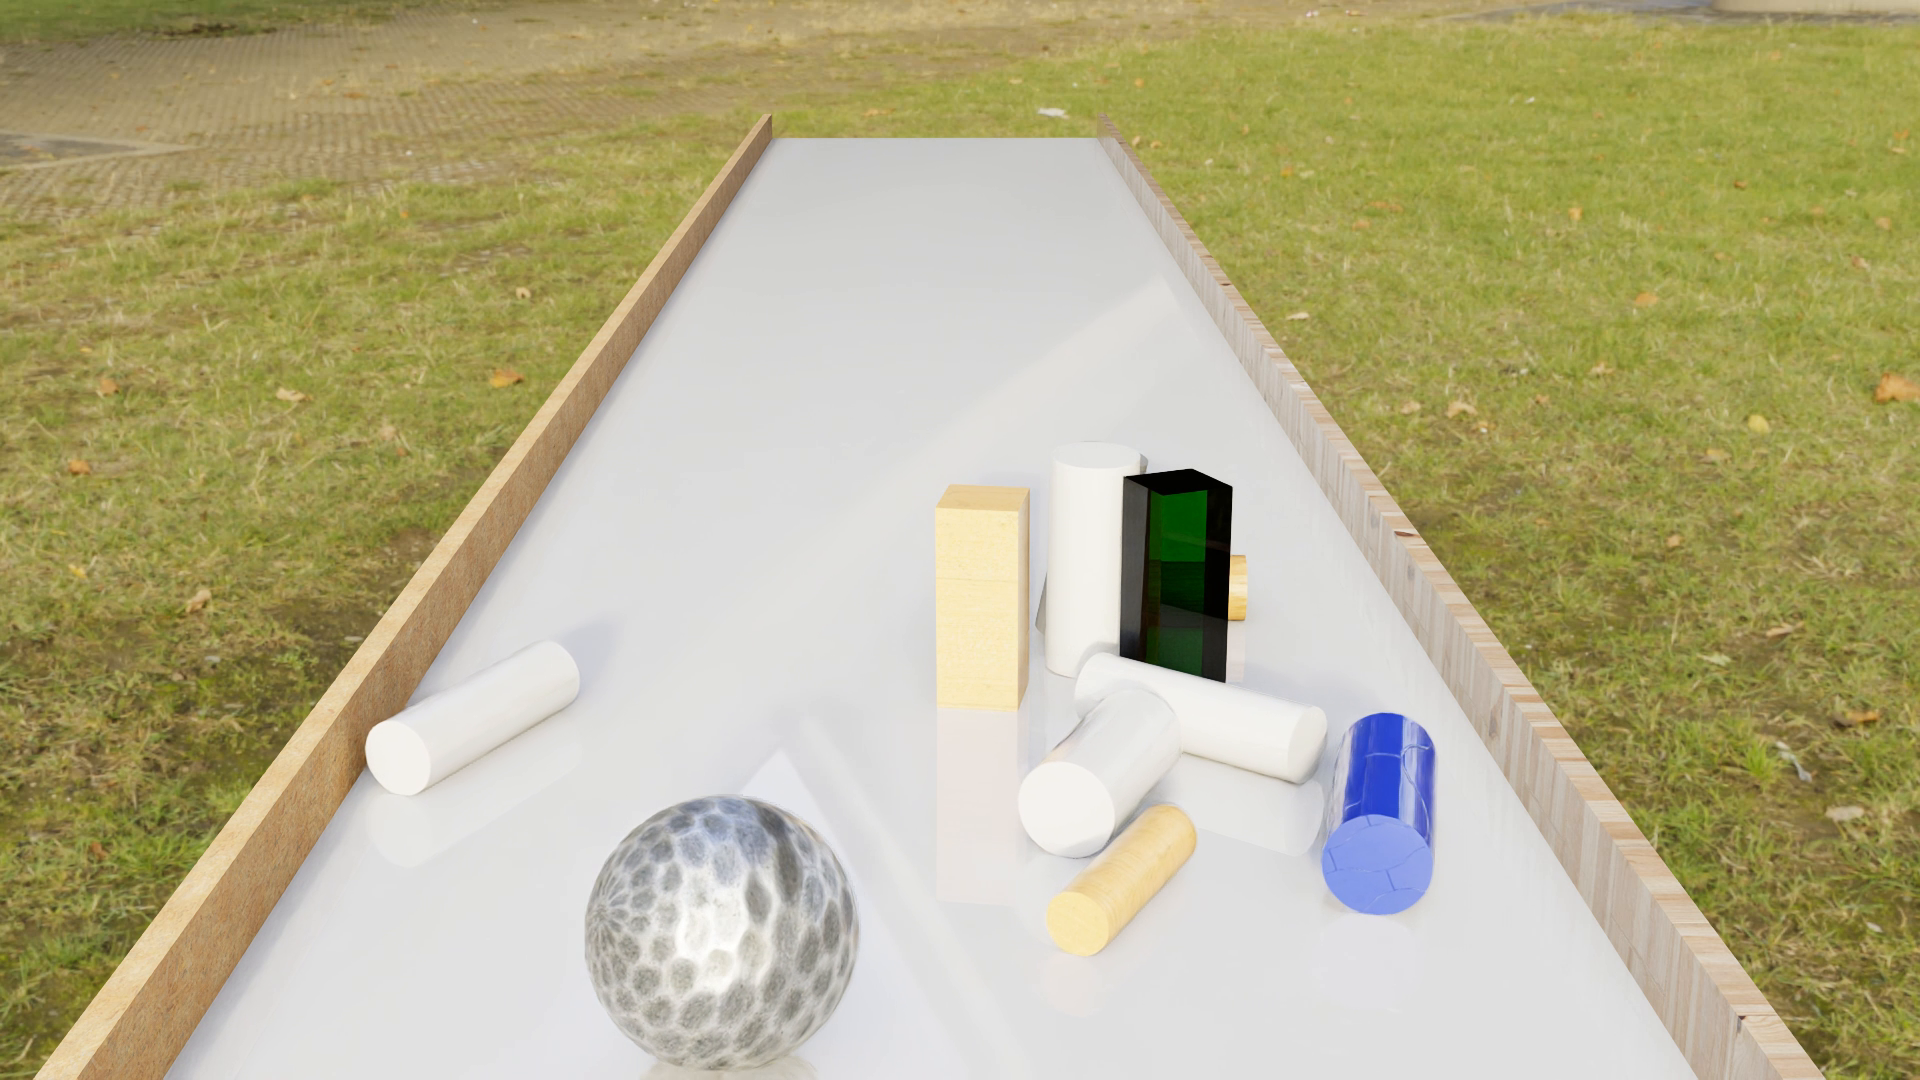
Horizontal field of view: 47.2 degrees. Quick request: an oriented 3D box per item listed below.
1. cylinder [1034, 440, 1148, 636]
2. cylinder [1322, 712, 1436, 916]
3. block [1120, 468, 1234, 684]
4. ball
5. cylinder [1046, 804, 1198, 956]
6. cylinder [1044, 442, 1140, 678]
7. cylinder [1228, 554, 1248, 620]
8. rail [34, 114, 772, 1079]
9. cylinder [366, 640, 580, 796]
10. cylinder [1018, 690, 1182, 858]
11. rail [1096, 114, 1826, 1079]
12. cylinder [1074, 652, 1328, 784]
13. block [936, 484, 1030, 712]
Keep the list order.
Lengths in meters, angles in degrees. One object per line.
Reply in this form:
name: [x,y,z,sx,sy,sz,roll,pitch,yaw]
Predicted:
cylinder: [0.267,0.008,4.477,0.150,0.390,0.150,11,19,-4]
cylinder: [0.672,0.428,3.500,0.165,0.165,0.432,4,17,12]
block: [0.401,0.103,4.111,0.147,0.439,0.147,-7,18,-24]
ball: [-0.311,0.514,2.873,0.358,0.358,0.358,0,17,0]
cylinder: [0.249,0.510,3.335,0.100,0.100,0.356,8,18,26]
cylinder: [0.258,0.040,4.316,0.174,0.433,0.174,1,20,0]
cylinder: [0.418,0.099,4.654,0.366,0.138,0.138,1,17,3]
rail: [-1.118,-0.838,7.780,0.050,0.150,12.000,0,17,-1]
cylinder: [-0.865,0.312,3.941,0.135,0.135,0.456,7,18,23]
cylinder: [0.237,0.383,3.651,0.164,0.164,0.354,7,18,22]
rail: [0.932,-0.844,7.801,0.050,0.150,12.000,0,17,-1]
cylinder: [0.426,0.314,3.929,0.447,0.137,0.137,13,21,37]
block: [0.044,0.109,4.159,0.154,0.396,0.154,3,19,9]
